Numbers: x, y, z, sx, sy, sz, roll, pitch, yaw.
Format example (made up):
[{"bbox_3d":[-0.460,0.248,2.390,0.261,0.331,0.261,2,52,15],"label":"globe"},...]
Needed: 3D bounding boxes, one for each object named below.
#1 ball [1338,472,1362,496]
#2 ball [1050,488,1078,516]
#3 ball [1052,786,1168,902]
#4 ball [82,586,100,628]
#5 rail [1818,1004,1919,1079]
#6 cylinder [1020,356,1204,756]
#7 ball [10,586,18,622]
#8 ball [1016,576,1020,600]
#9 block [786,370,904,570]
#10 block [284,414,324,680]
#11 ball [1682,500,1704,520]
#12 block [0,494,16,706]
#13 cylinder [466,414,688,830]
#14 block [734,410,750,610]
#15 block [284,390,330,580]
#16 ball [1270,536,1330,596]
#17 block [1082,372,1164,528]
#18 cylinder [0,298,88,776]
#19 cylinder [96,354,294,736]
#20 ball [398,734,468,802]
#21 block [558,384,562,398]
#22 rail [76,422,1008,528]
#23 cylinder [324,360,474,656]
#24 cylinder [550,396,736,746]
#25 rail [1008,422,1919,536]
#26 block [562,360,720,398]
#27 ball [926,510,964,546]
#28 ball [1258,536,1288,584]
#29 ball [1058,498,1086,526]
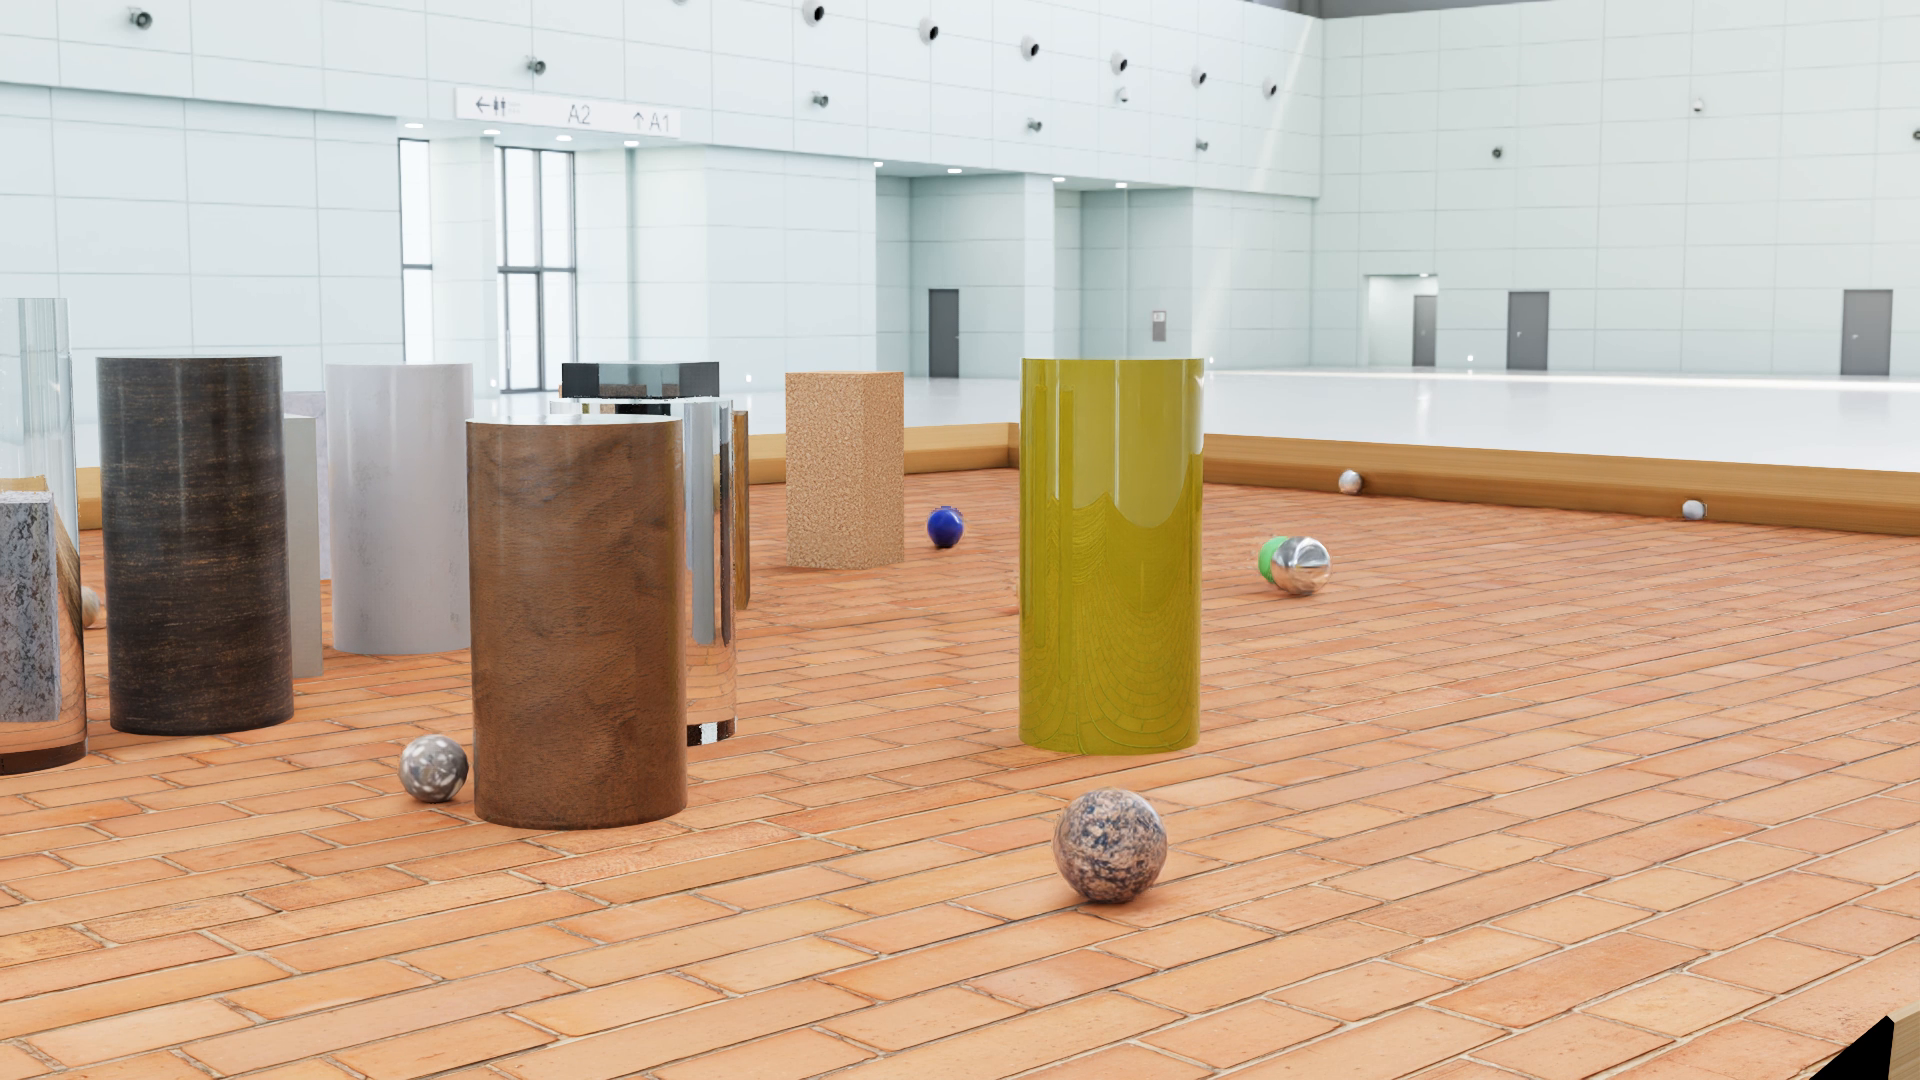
[{"bbox_3d":[0.928,-0.135,5.226,0.058,0.058,0.058,0,6,0],"label":"ball"},{"bbox_3d":[0.221,-0.080,4.683,0.062,0.062,0.062,0,6,0],"label":"ball"},{"bbox_3d":[0.113,0.229,1.651,0.086,0.086,0.086,0,6,0],"label":"ball"},{"bbox_3d":[-1.224,0.093,3.048,0.062,0.062,0.062,0,6,0],"label":"ball"},{"bbox_3d":[1.345,0.185,1.883,4.073,0.122,0.045,-6,8,-42],"label":"rail"},{"bbox_3d":[0.155,0.009,2.265,0.189,0.393,0.189,0,6,0],"label":"cylinder"},{"bbox_3d":[-1.315,0.088,2.947,0.094,0.094,0.094,0,6,0],"label":"ball"},{"bbox_3d":[0.114,0.071,3.243,0.065,0.065,0.065,0,6,0],"label":"ball"},{"bbox_3d":[-0.199,-0.124,3.818,0.151,0.333,0.151,3,7,25],"label":"block"},{"bbox_3d":[-0.875,0.007,2.669,0.151,0.313,0.151,-4,7,-32],"label":"block"},{"bbox_3d":[1.534,-0.062,4.600,0.044,0.044,0.044,0,6,0],"label":"ball"},{"bbox_3d":[-1.164,0.071,2.427,0.151,0.237,0.151,2,6,20],"label":"block"},{"bbox_3d":[-0.339,0.066,1.953,0.189,0.347,0.189,0,6,0],"label":"cylinder"},{"bbox_3d":[-0.396,-0.047,3.305,0.151,0.288,0.151,0,6,-3],"label":"block"},{"bbox_3d":[-1.074,-0.093,3.664,0.151,0.304,0.151,-2,7,-22],"label":"block"},{"bbox_3d":[0.529,0.040,3.412,0.092,0.092,0.092,0,6,0],"label":"ball"},{"bbox_3d":[0.332,-0.185,4.502,0.151,0.310,0.151,0,6,-1],"label":"block"},{"bbox_3d":[-0.963,-0.009,2.152,0.189,0.453,0.189,0,6,0],"label":"cylinder"},{"bbox_3d":[-0.820,-0.001,2.364,0.189,0.393,0.189,0,6,0],"label":"cylinder"},{"bbox_3d":[-0.476,0.206,1.986,0.062,0.062,0.062,0,6,0],"label":"ball"},{"bbox_3d":[-0.731,-0.184,4.612,0.151,0.285,0.151,4,7,33],"label":"block"},{"bbox_3d":[-1.345,-0.121,4.782,4.073,0.122,0.045,-6,8,-42],"label":"rail"},{"bbox_3d":[-0.734,-0.047,2.899,0.189,0.372,0.189,0,6,0],"label":"cylinder"},{"bbox_3d":[-0.330,0.028,2.295,0.189,0.349,0.189,0,6,0],"label":"cylinder"},{"bbox_3d":[1.479,-0.112,4.690,0.045,0.122,4.014,-6,8,-42],"label":"rail"},{"bbox_3d":[-0.422,-0.050,2.931,0.151,0.372,0.151,3,7,23],"label":"block"},{"bbox_3d":[-0.027,-0.022,4.102,0.071,0.071,0.071,0,6,0],"label":"ball"},{"bbox_3d":[0.518,0.034,3.540,0.077,0.077,0.077,0,6,0],"label":"ball"},{"bbox_3d":[0.228,-0.056,4.474,0.059,0.059,0.059,0,6,0],"label":"ball"}]
